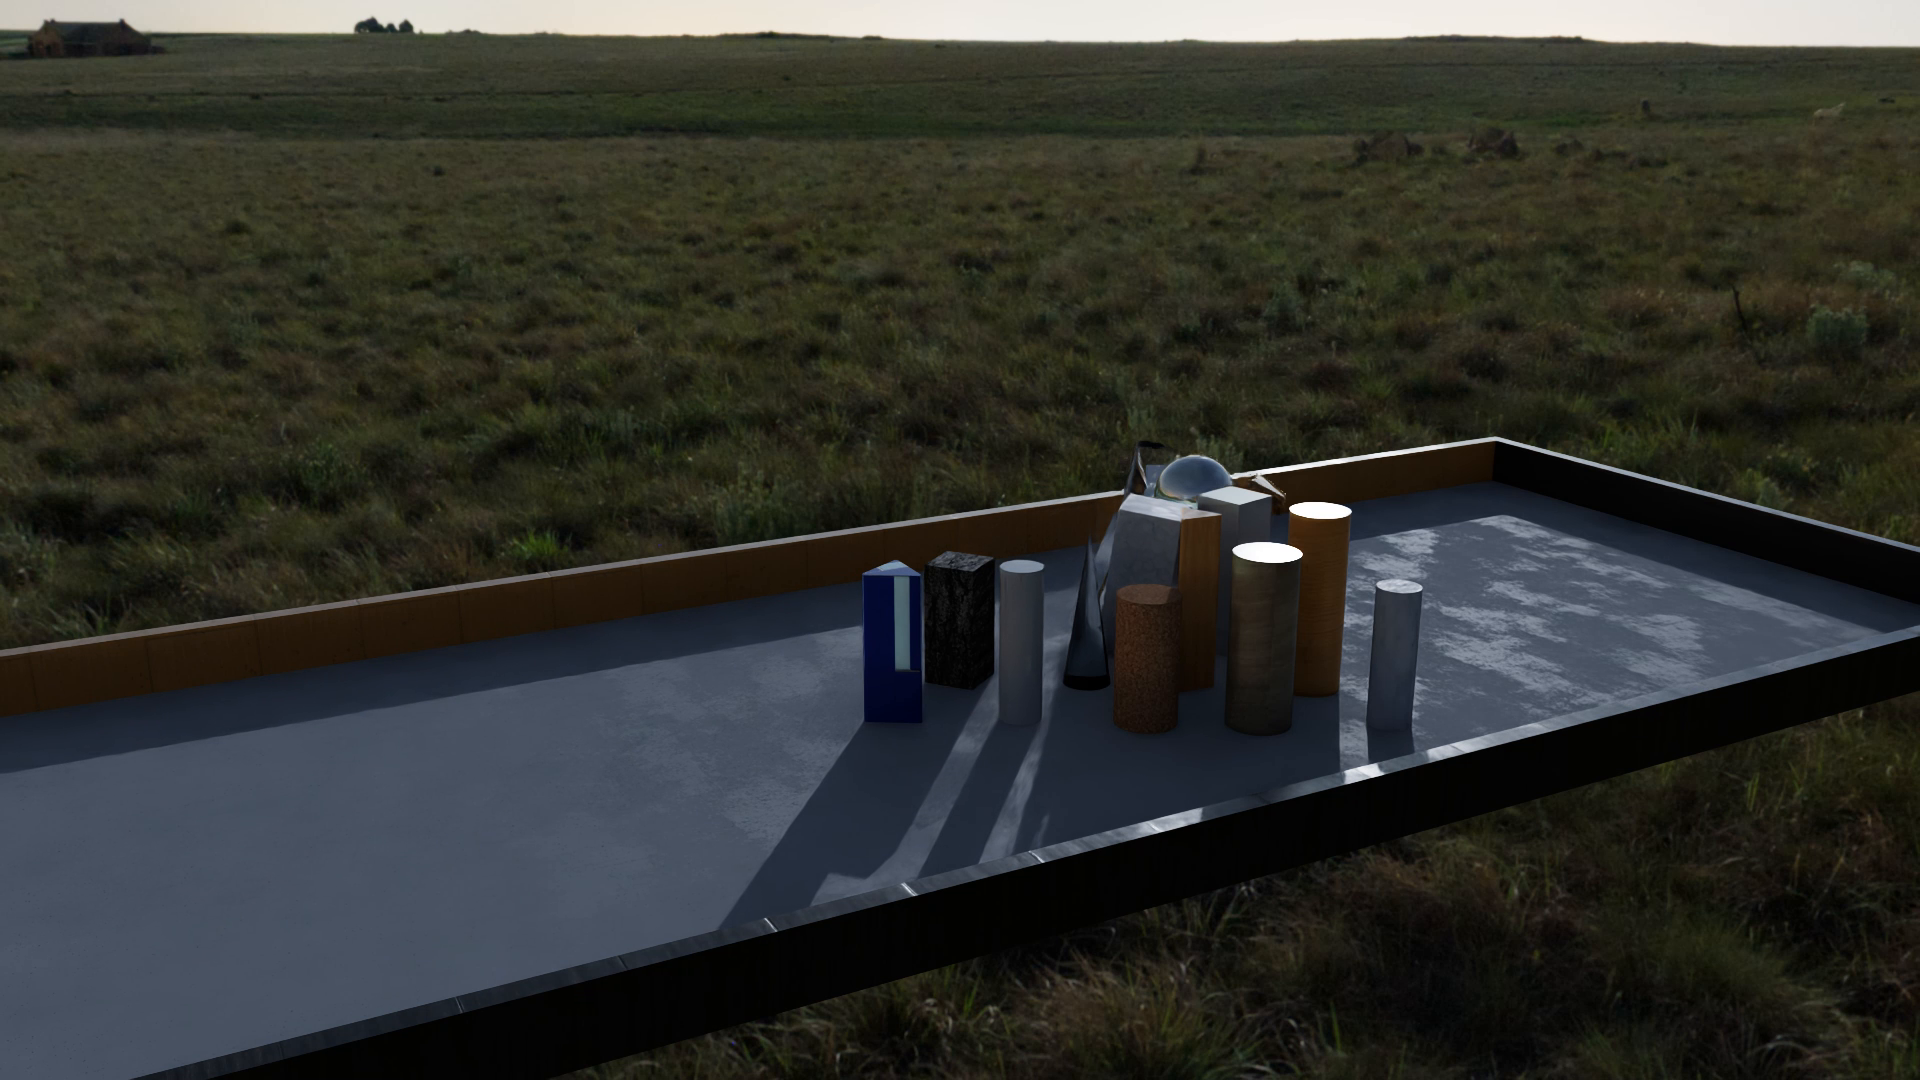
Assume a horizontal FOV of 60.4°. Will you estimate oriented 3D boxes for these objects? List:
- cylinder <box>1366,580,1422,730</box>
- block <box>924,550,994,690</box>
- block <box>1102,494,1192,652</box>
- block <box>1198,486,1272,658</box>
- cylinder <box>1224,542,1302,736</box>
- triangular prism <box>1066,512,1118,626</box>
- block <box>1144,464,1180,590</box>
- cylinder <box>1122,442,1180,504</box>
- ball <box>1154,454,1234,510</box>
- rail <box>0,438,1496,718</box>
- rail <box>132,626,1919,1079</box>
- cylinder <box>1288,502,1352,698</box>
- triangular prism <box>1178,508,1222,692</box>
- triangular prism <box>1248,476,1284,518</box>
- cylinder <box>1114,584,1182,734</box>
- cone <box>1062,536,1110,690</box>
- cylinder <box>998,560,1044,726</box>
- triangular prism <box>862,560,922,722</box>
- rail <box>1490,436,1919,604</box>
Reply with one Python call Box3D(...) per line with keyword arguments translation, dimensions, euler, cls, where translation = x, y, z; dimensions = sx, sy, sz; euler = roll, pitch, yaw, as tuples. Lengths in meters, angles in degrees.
Box3D(translation=(1.011, 0.268, 3.843), dimensions=(0.104, 0.338, 0.104), euler=(0, 16, 0), cls="cylinder")
Box3D(translation=(0.000, 0.200, 4.127), dimensions=(0.132, 0.309, 0.132), euler=(8, 18, 24), cls="block")
Box3D(translation=(0.480, 0.097, 4.307), dimensions=(0.164, 0.386, 0.164), euler=(12, 19, 13), cls="block")
Box3D(translation=(0.713, 0.083, 4.333), dimensions=(0.135, 0.416, 0.135), euler=(-14, 22, -40), cls="block")
Box3D(translation=(0.702, 0.230, 3.828), dimensions=(0.156, 0.420, 0.156), euler=(0, 16, 0), cls="cylinder")
Box3D(translation=(0.386, 0.088, 4.452), dimensions=(0.081, 0.329, 0.093), euler=(22, -4, 34), cls="triangular prism")
Box3D(translation=(0.598, -0.037, 4.813), dimensions=(0.118, 0.356, 0.118), euler=(4, -1, 14), cls="block")
Box3D(translation=(0.562, -0.100, 4.992), dimensions=(0.143, 0.372, 0.143), euler=(12, -7, 1), cls="cylinder")
Box3D(translation=(0.655, -0.124, 4.601), dimensions=(0.226, 0.226, 0.226), euler=(0, 16, 0), cls="ball")
Box3D(translation=(-3.305, 0.497, 3.399), dimensions=(12.000, 0.150, 0.050), euler=(-9, 18, -27), cls="rail")
Box3D(translation=(-2.336, 1.006, 1.665), dimensions=(12.000, 0.150, 0.050), euler=(-9, 18, -27), cls="rail")
Box3D(translation=(0.871, 0.147, 4.046), dimensions=(0.146, 0.456, 0.146), euler=(0, 16, 0), cls="cylinder")
Box3D(translation=(0.565, 0.145, 4.073), dimensions=(0.109, 0.444, 0.094), euler=(-7, 18, -21), cls="triangular prism")
Box3D(translation=(0.739, 0.003, 4.605), dimensions=(0.110, 0.404, 0.095), euler=(26, 20, -16), cls="triangular prism")
Box3D(translation=(0.437, 0.276, 3.852), dimensions=(0.152, 0.317, 0.152), euler=(0, 16, 0), cls="cylinder")
Box3D(translation=(0.318, 0.166, 4.087), dimensions=(0.120, 0.396, 0.120), euler=(0, 16, 0), cls="cone")
Box3D(translation=(0.143, 0.241, 3.870), dimensions=(0.103, 0.375, 0.103), euler=(0, 16, 0), cls="cylinder")
Box3D(translation=(-0.154, 0.238, 3.898), dimensions=(0.135, 0.364, 0.117), euler=(1, 16, 3), cls="triangular prism")
Box3D(translation=(2.466, -0.048, 5.253), dimensions=(0.050, 0.150, 2.100), euler=(-9, 18, -27), cls="rail")
